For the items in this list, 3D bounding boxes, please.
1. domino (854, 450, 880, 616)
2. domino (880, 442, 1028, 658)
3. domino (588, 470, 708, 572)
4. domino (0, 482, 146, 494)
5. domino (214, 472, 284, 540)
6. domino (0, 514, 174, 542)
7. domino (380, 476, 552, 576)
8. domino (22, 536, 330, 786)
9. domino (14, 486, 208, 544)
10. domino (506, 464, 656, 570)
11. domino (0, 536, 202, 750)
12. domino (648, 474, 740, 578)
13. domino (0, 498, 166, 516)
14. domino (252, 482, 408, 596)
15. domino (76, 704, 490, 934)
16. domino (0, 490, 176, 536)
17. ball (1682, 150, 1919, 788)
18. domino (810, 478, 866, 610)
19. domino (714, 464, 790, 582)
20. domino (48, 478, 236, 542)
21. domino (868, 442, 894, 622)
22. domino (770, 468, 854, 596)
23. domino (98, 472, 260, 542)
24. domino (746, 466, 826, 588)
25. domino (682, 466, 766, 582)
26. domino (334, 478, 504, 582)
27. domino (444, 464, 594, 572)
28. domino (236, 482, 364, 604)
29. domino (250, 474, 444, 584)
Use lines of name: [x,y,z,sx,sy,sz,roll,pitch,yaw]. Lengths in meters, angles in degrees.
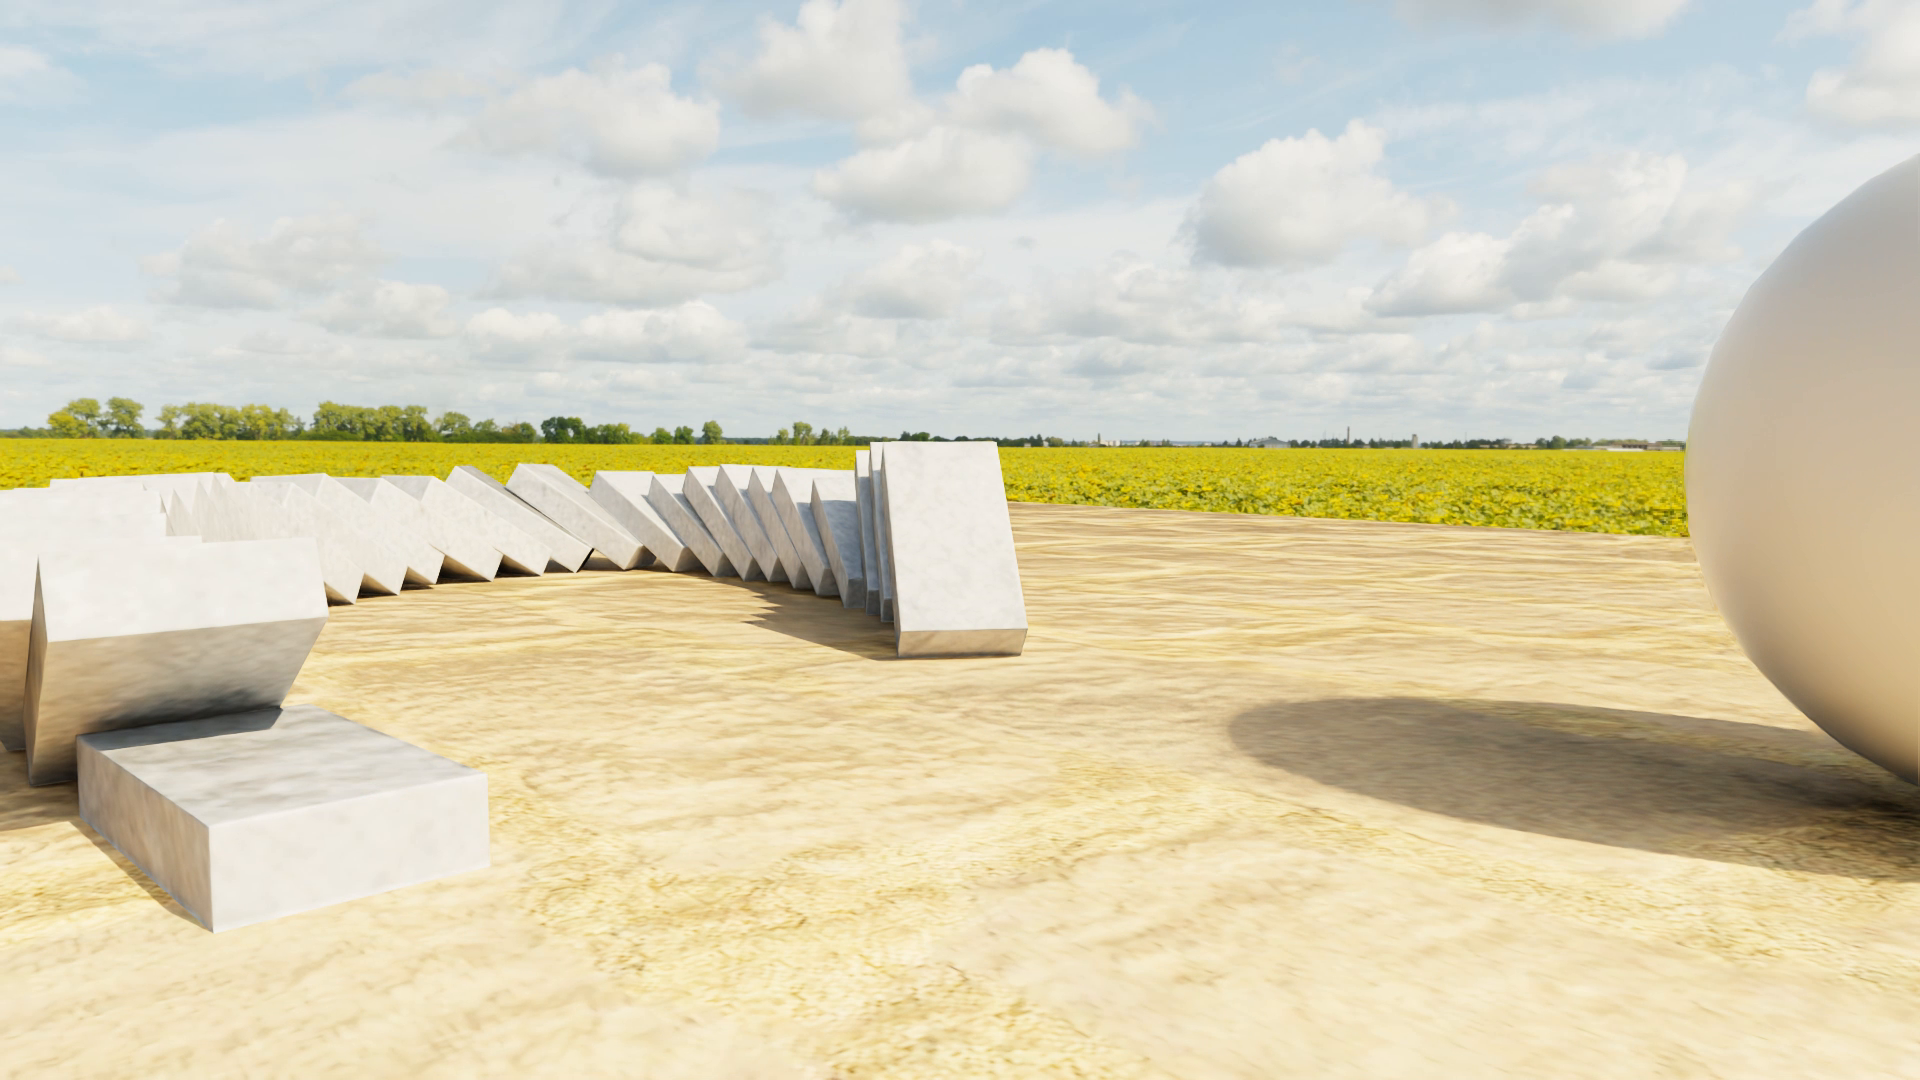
domino: [-0.013,-0.003,0.334,0.025,0.010,0.050,-1,47,-9]
domino: [-0.002,0.001,0.268,0.025,0.050,0.009,-1,-39,-9]
domino: [-0.103,-0.007,0.442,0.050,0.009,0.025,37,22,29]
domino: [-0.152,0.007,0.228,0.025,0.009,0.050,-5,-27,-18]
domino: [-0.173,0.002,0.298,0.025,0.009,0.050,-2,-29,-3]
domino: [-0.124,0.012,0.183,0.025,0.009,0.050,-2,-25,-24]
domino: [-0.155,-0.004,0.401,0.025,0.009,0.050,2,-25,31]
domino: [-0.093,0.015,0.151,0.025,0.010,0.050,-5,-22,-39]
domino: [-0.159,0.007,0.248,0.025,0.009,0.050,-1,-28,-14]
domino: [-0.128,-0.009,0.441,0.050,0.010,0.025,34,6,6]
domino: [-0.112,0.014,0.166,0.025,0.009,0.050,-2,-23,-30]
domino: [-0.082,-0.006,0.431,0.025,0.009,0.050,-4,34,-41]
domino: [-0.134,0.010,0.198,0.025,0.009,0.050,-2,-28,-24]
domino: [-0.174,0.000,0.343,0.025,0.009,0.050,1,-25,13]
domino: [-0.074,0.028,0.138,0.050,0.009,0.025,4,6,44]
domino: [-0.143,0.009,0.213,0.025,0.009,0.050,-3,-28,-23]
ball: [0.125,-0.008,0.141,0.080,0.080,0.080,0,4,0]
domino: [-0.024,0.000,0.352,0.025,0.010,0.050,-1,34,-18]
domino: [-0.057,-0.006,0.405,0.025,0.009,0.050,0,36,-35]
domino: [-0.163,0.005,0.264,0.025,0.009,0.050,-2,-29,-13]
domino: [-0.009,-0.003,0.320,0.025,0.050,0.009,-1,-39,-9]
domino: [-0.036,-0.003,0.373,0.025,0.010,0.050,0,35,-27]
domino: [-0.168,0.003,0.280,0.025,0.009,0.050,-3,-29,-10]
domino: [-0.045,-0.004,0.389,0.025,0.010,0.050,1,35,-29]
domino: [-0.068,-0.006,0.417,0.025,0.009,0.050,-3,37,-38]
domino: [-0.164,-0.003,0.383,0.025,0.010,0.050,2,-25,27]
domino: [-0.147,-0.007,0.431,0.050,0.010,0.025,33,-2,-11]
domino: [-0.176,0.002,0.322,0.025,0.009,0.050,1,-26,8]
domino: [-0.172,-0.002,0.361,0.025,0.009,0.050,-1,-27,18]
